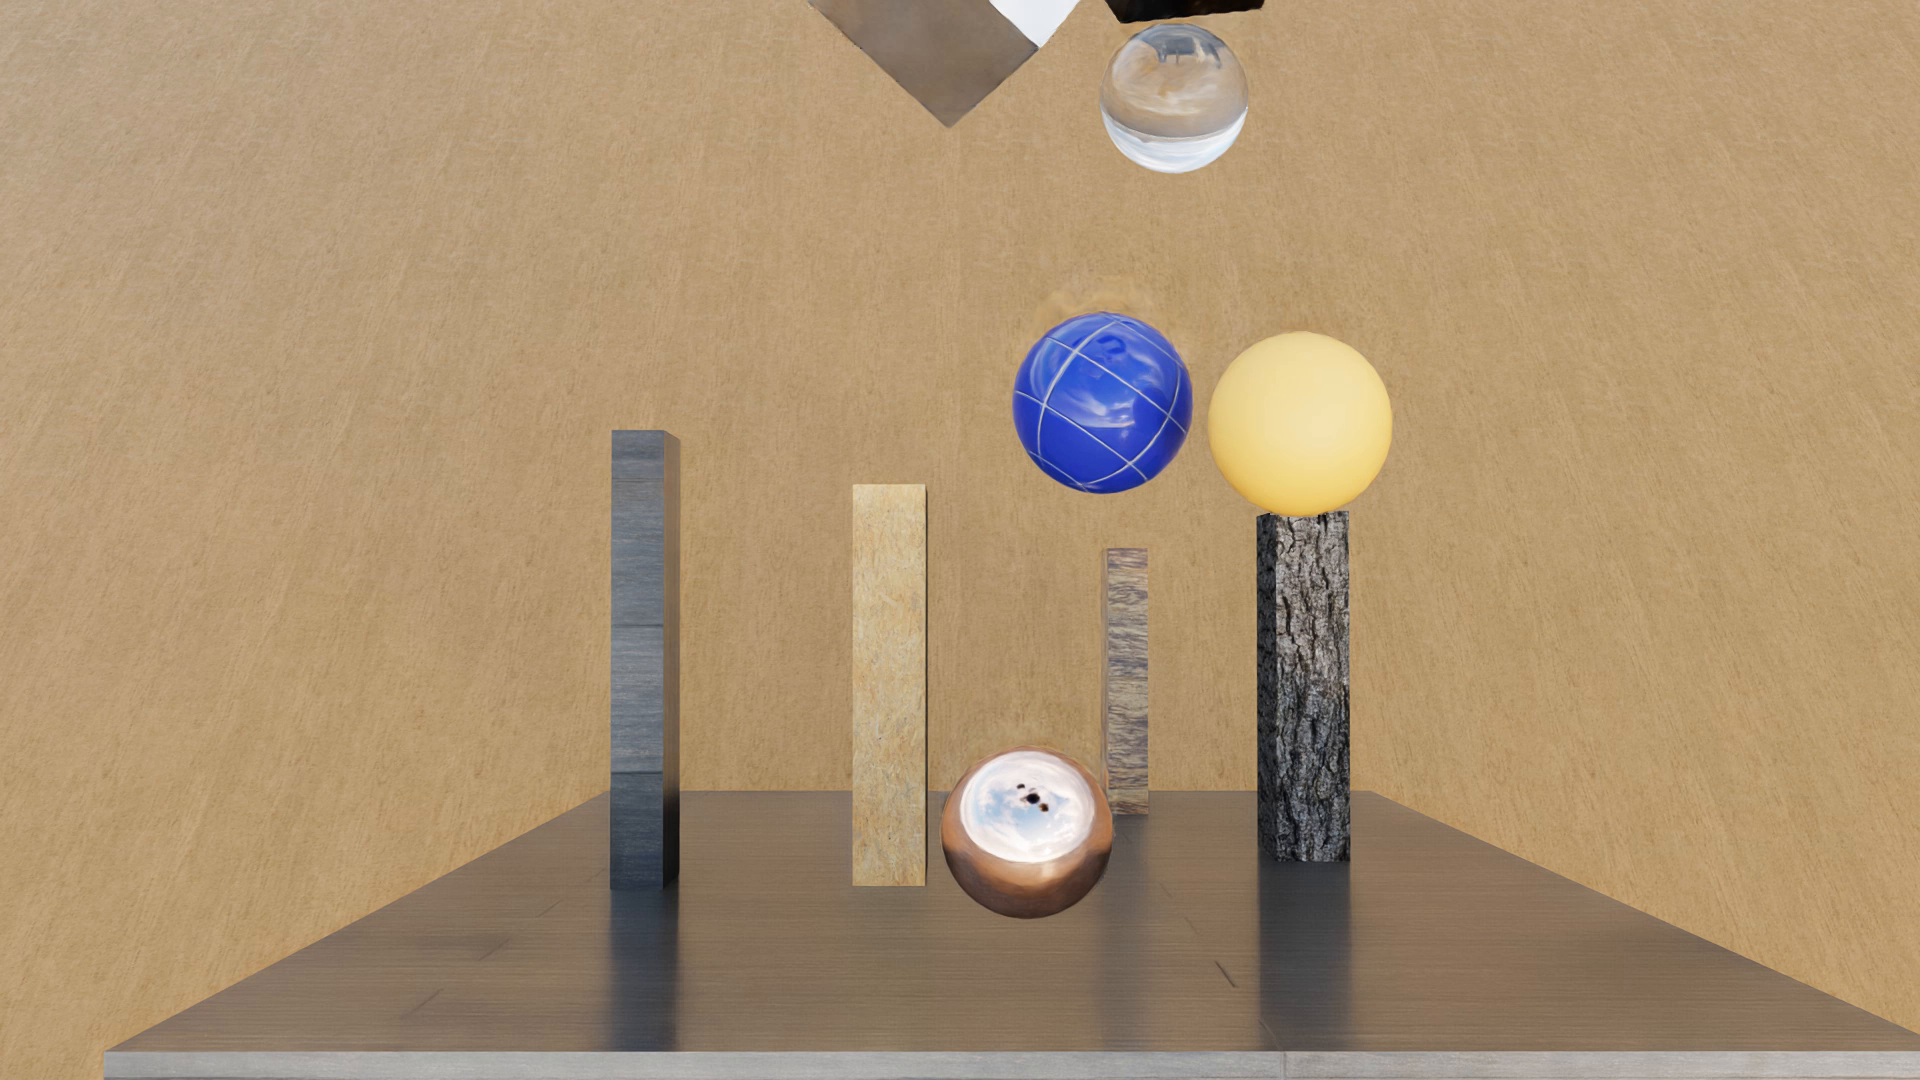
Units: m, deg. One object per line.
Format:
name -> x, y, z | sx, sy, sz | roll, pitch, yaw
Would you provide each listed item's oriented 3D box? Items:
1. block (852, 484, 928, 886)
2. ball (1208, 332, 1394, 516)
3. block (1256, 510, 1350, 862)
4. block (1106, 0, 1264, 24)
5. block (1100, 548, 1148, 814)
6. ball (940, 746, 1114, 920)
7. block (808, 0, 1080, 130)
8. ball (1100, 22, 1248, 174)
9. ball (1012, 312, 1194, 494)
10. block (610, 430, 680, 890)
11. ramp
block -> -0.123, 0.255, 4.666 | 0.125, 0.692, 0.375 | 0, -1, 0
ball -> 0.313, -0.107, 2.393 | 0.170, 0.170, 0.170 | 0, 34, 0
block -> 0.668, 0.280, 5.070 | 0.139, 0.663, 0.320 | 0, -1, 0
block -> 0.202, -0.594, 2.386 | 0.156, 0.156, 0.156 | -12, 56, -27
block -> 0.391, 0.332, 6.195 | 0.091, 0.618, 0.325 | 0, -1, 0
ball -> 0.077, 0.332, 2.956 | 0.197, 0.197, 0.197 | 0, 34, 0
block -> 0.009, -0.494, 2.134 | 0.186, 0.186, 0.186 | 41, 66, -10
ball -> 0.233, -0.482, 2.830 | 0.162, 0.162, 0.162 | 0, 34, 0
ball -> 0.140, -0.134, 2.545 | 0.178, 0.178, 0.178 | 0, 34, 0
block -> -0.550, 0.207, 4.555 | 0.090, 0.783, 0.264 | 0, -1, 0
ramp -> 0.076, 0.654, 4.799 | 2.000, 0.100, 4.000 | 0, -1, 0
